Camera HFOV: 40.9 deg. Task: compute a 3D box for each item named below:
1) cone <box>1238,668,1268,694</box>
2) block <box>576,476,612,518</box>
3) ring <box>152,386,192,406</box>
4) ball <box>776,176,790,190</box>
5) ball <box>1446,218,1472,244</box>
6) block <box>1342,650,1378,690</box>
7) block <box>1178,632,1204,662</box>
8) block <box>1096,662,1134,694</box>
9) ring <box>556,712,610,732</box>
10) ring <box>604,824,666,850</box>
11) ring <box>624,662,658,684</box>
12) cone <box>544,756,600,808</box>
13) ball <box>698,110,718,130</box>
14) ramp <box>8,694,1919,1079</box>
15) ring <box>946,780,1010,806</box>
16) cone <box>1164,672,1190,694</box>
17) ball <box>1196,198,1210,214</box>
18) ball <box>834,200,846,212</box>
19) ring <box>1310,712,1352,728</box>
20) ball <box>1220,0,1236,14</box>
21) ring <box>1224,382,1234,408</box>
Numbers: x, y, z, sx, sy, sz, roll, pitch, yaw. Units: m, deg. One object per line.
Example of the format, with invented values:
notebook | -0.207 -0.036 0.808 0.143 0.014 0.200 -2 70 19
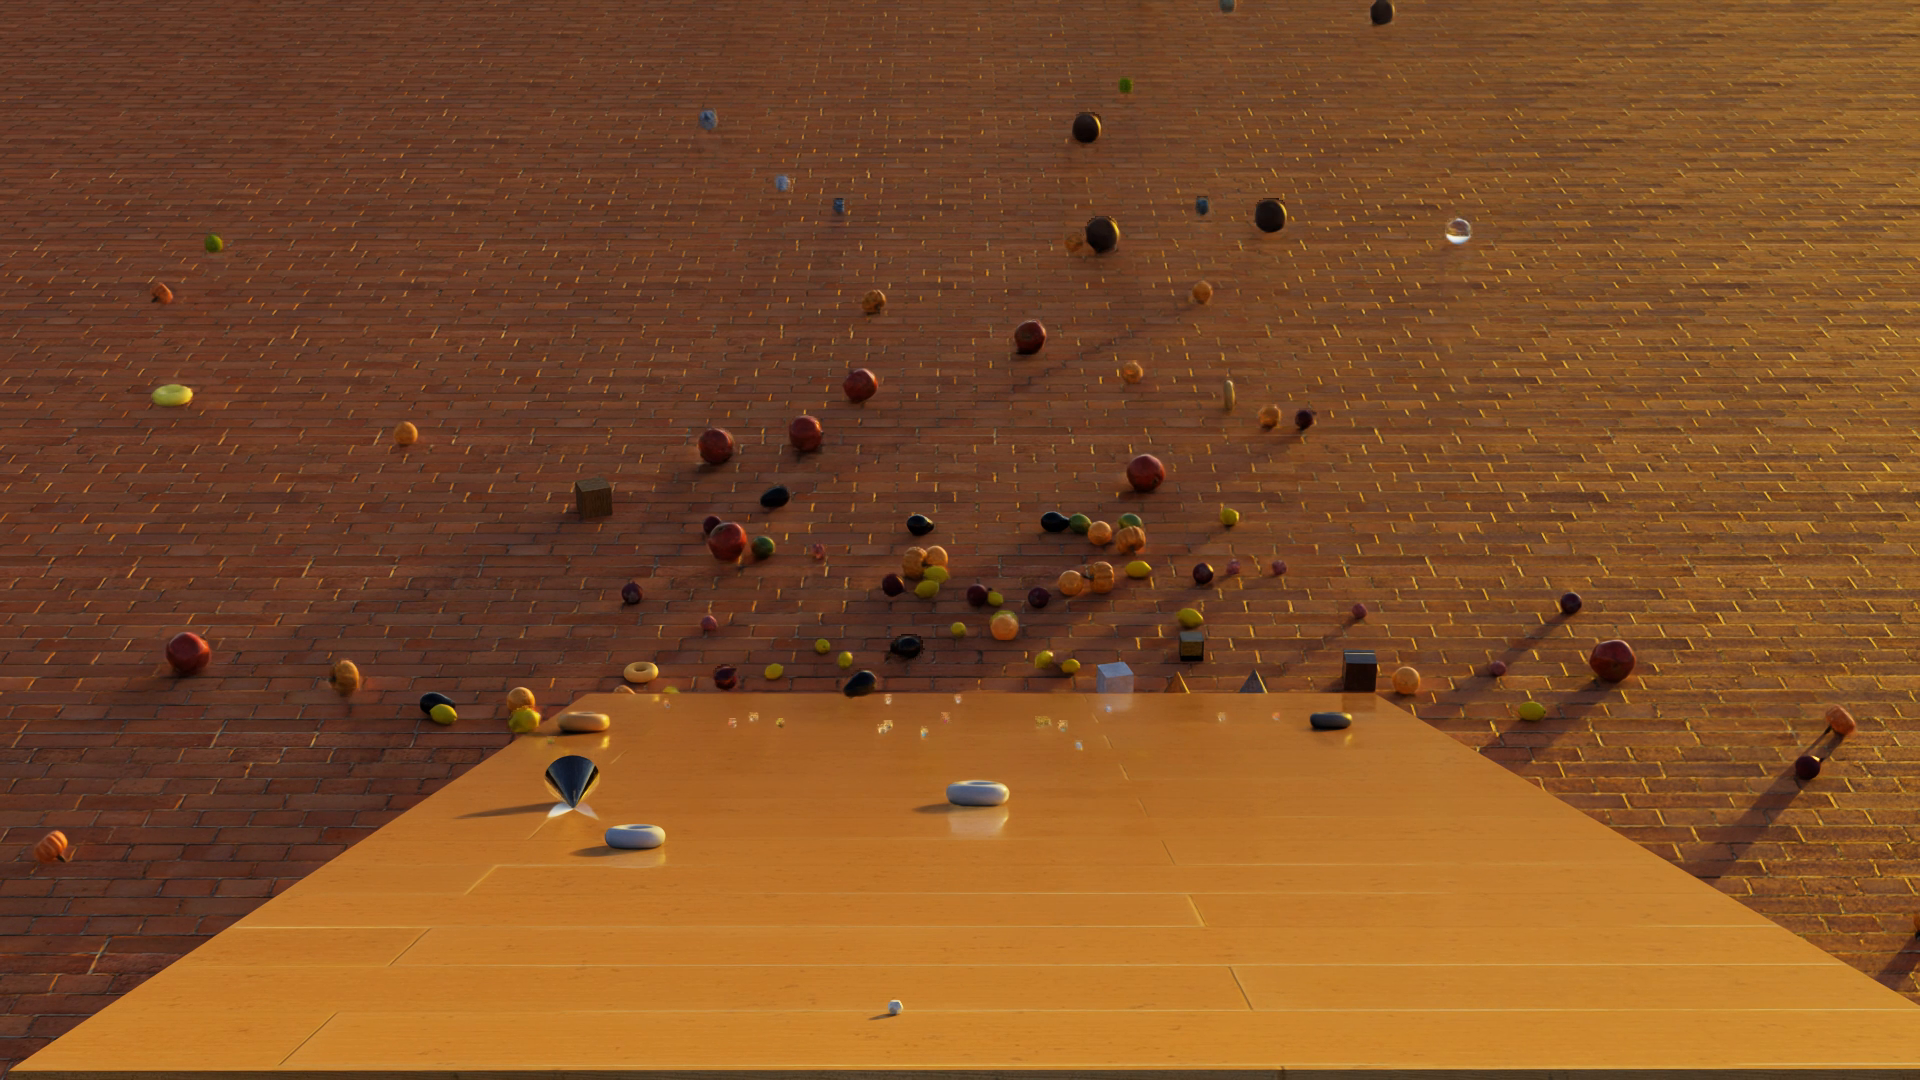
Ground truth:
cone | 0.766 0.370 6.713 0.083 0.083 0.083 0 24 0
block | -1.108 -0.128 7.800 0.090 0.090 0.090 -9 26 -19
ring | -2.641 -0.484 8.640 0.127 0.042 0.127 1 24 -1
ball | -0.747 -1.501 10.848 0.063 0.063 0.063 0 24 0
ball | 1.970 -1.219 10.183 0.099 0.099 0.099 0 24 0
block | 1.051 0.342 6.779 0.080 0.080 0.080 1 24 2
block | 0.622 0.286 6.927 0.060 0.060 0.060 -1 24 -1
block | 0.404 0.371 6.720 0.075 0.075 0.075 -7 25 -15
ring | -0.829 0.401 5.676 0.117 0.039 0.117 1 1 0
ring | -0.504 0.461 3.998 0.094 0.031 0.094 0 0 0
ring | -0.845 0.351 6.821 0.092 0.031 0.092 -1 23 0
cone | -0.671 0.439 4.464 0.095 0.095 0.095 -4 29 -9
ball | -1.145 -1.911 11.718 0.088 0.088 0.088 0 24 0
ramp | 0.056 0.507 4.550 2.000 0.100 4.000 0 2 0
ring | 0.030 0.441 4.483 0.111 0.037 0.111 1 1 0
cone | 0.567 0.371 6.730 0.068 0.068 0.068 0 24 0
ball | 0.994 -1.368 10.559 0.061 0.061 0.061 0 24 0
ball | -0.495 -1.370 10.576 0.050 0.050 0.050 0 24 0
ring | 0.827 0.401 5.744 0.094 0.031 0.094 1 1 0
ball | 1.437 -2.875 13.833 0.090 0.090 0.090 0 24 0
ring | 0.896 -0.483 8.580 0.031 0.094 0.094 -5 24 8
